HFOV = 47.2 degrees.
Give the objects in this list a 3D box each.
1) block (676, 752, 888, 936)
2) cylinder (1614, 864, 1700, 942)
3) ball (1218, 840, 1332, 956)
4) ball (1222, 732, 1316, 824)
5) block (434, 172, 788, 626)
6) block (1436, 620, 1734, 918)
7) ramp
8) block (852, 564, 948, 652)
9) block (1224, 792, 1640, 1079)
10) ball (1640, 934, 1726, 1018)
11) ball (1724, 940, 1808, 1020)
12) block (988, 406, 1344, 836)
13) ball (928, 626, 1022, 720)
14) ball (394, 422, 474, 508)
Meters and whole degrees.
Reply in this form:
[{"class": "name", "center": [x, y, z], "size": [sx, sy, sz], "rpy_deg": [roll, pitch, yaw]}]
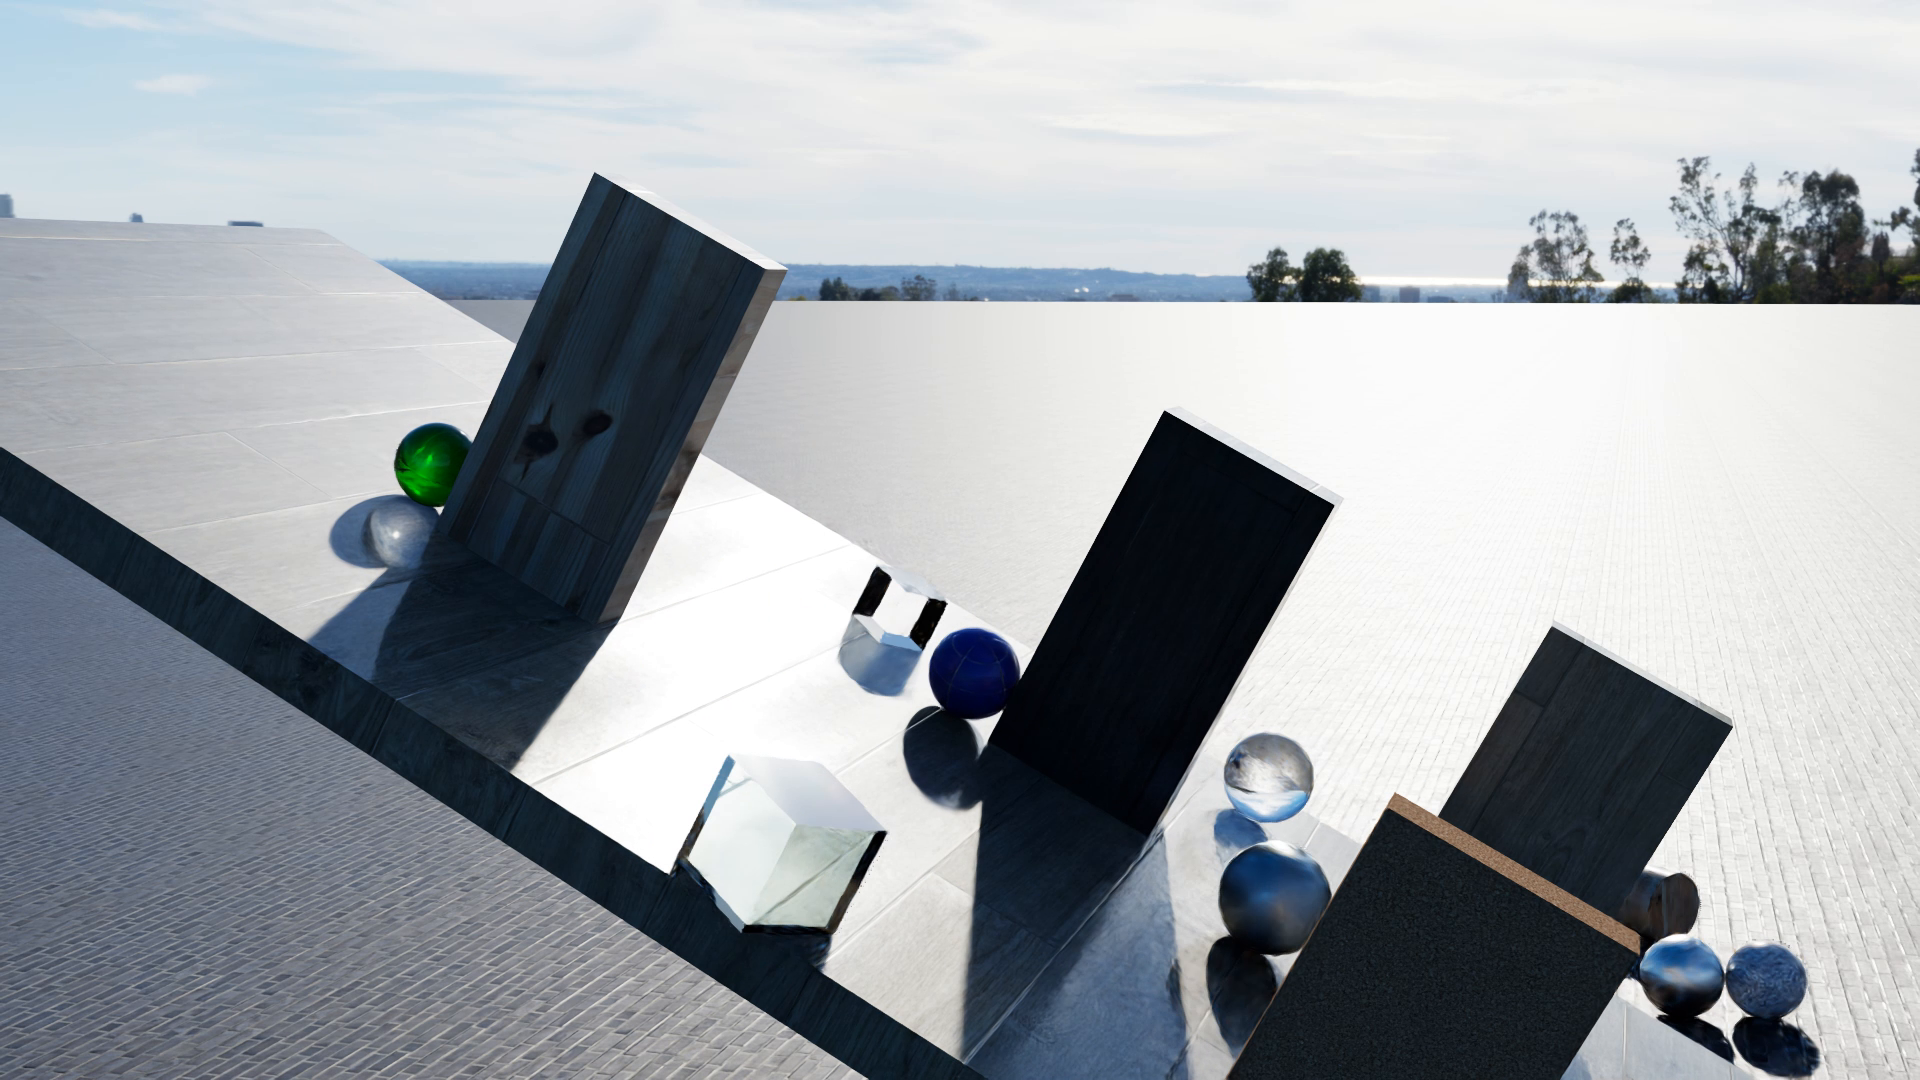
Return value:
[{"class": "block", "center": [-0.261, 0.445, 3.212], "size": [0.184, 0.184, 0.184], "rpy_deg": [12, 20, -46]}, {"class": "cylinder", "center": [1.918, 1.008, 6.155], "size": [0.203, 0.203, 0.203], "rpy_deg": [-4, 8, -30]}, {"class": "ball", "center": [0.568, 0.648, 3.977], "size": [0.206, 0.206, 0.206], "rpy_deg": [0, 7, 0]}, {"class": "ball", "center": [0.655, 0.504, 4.671], "size": [0.195, 0.195, 0.195], "rpy_deg": [0, 7, 0]}, {"class": "block", "center": [-0.626, -0.248, 3.913], "size": [0.360, 0.715, 0.103], "rpy_deg": [30, 14, 12]}, {"class": "block", "center": [1.203, 0.560, 4.458], "size": [0.395, 0.689, 0.087], "rpy_deg": [30, 14, 12]}, {"class": "ramp", "center": [-0.222, 0.368, 4.147], "size": [4.000, 0.100, 2.000], "rpy_deg": [30, 14, 12]}, {"class": "block", "center": [-0.127, 0.144, 4.660], "size": [0.124, 0.124, 0.124], "rpy_deg": [15, 18, -40]}, {"class": "block", "center": [0.659, 0.710, 3.182], "size": [0.392, 0.561, 0.100], "rpy_deg": [30, 14, 12]}, {"class": "ball", "center": [1.801, 1.089, 5.487], "size": [0.204, 0.204, 0.204], "rpy_deg": [0, 7, 0]}, {"class": "ball", "center": [2.005, 1.095, 5.472], "size": [0.194, 0.194, 0.194], "rpy_deg": [0, 7, 0]}, {"class": "block", "center": [0.397, 0.158, 4.288], "size": [0.369, 0.746, 0.139], "rpy_deg": [30, 14, 12]}, {"class": "ball", "center": [0.029, 0.265, 4.383], "size": [0.187, 0.187, 0.187], "rpy_deg": [0, 7, 0]}, {"class": "ball", "center": [-0.962, -0.139, 4.055], "size": [0.158, 0.158, 0.158], "rpy_deg": [0, 7, 0]}]
